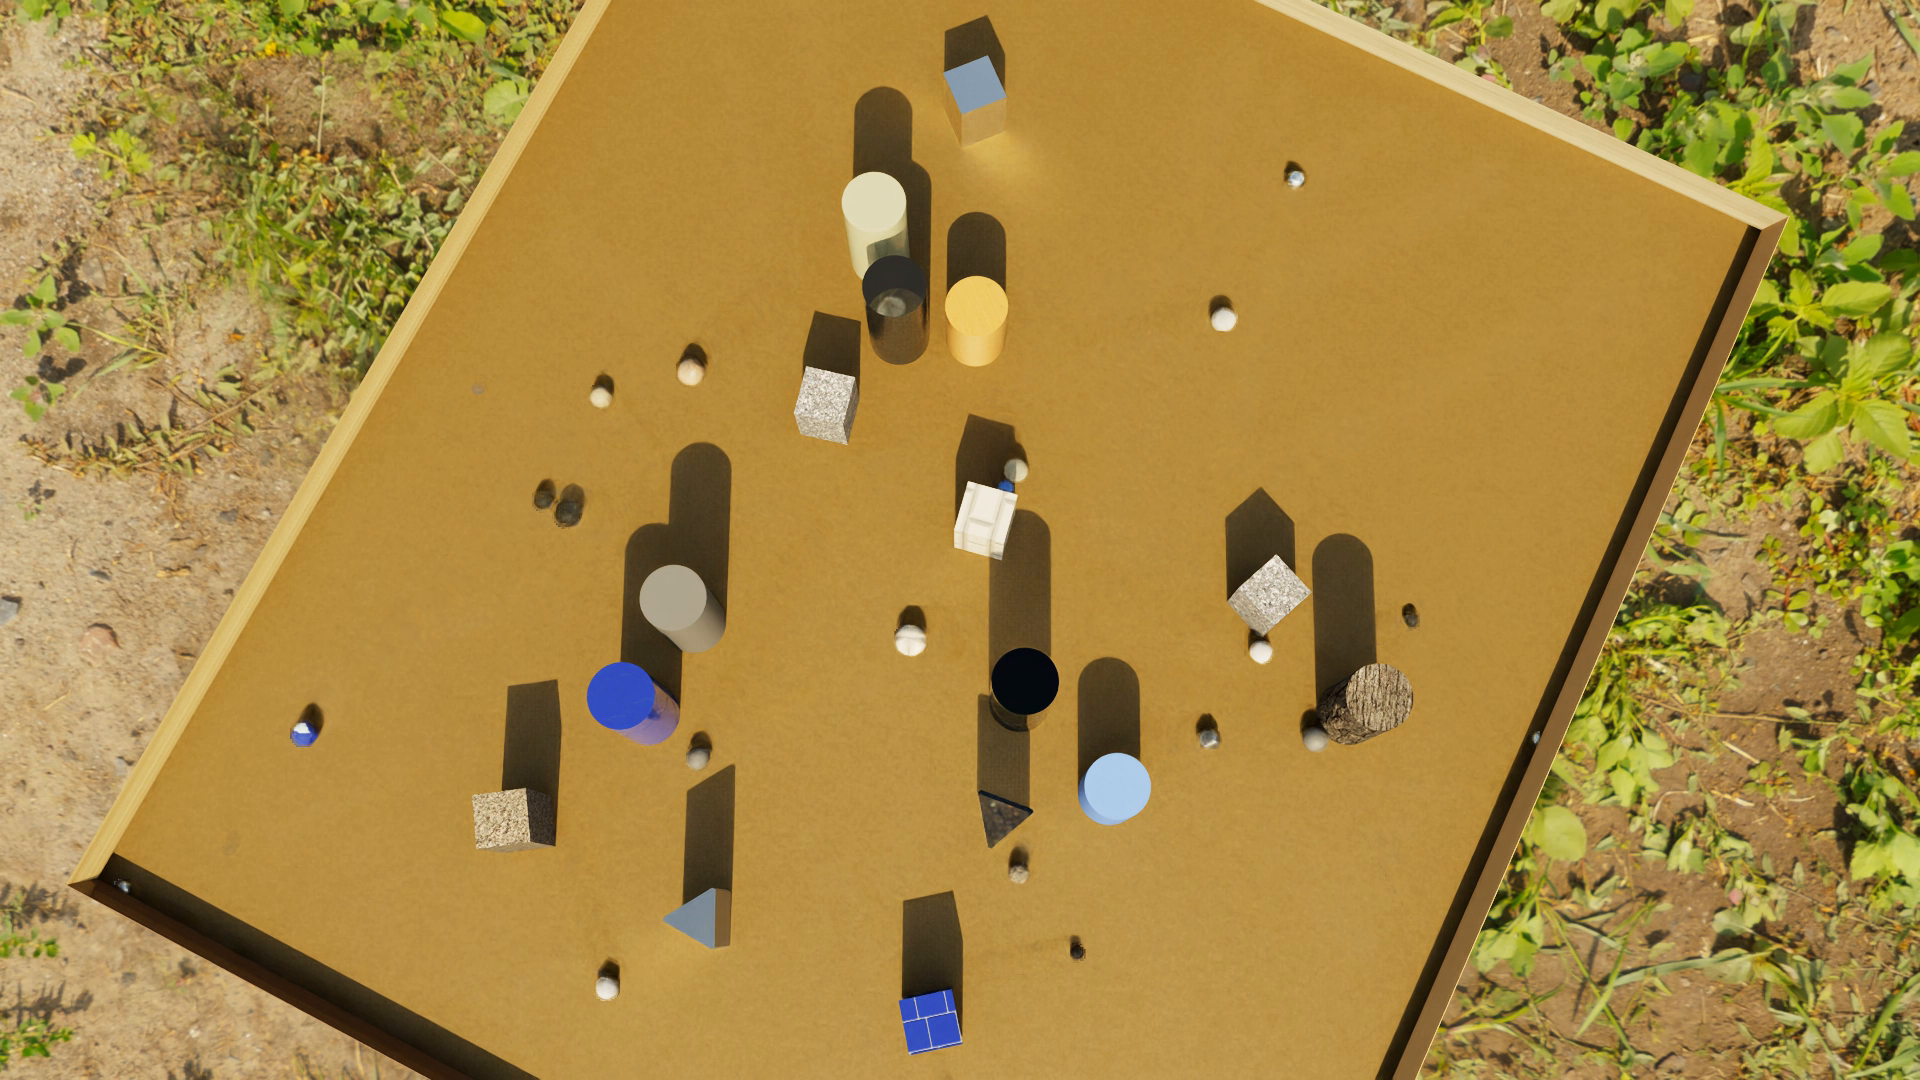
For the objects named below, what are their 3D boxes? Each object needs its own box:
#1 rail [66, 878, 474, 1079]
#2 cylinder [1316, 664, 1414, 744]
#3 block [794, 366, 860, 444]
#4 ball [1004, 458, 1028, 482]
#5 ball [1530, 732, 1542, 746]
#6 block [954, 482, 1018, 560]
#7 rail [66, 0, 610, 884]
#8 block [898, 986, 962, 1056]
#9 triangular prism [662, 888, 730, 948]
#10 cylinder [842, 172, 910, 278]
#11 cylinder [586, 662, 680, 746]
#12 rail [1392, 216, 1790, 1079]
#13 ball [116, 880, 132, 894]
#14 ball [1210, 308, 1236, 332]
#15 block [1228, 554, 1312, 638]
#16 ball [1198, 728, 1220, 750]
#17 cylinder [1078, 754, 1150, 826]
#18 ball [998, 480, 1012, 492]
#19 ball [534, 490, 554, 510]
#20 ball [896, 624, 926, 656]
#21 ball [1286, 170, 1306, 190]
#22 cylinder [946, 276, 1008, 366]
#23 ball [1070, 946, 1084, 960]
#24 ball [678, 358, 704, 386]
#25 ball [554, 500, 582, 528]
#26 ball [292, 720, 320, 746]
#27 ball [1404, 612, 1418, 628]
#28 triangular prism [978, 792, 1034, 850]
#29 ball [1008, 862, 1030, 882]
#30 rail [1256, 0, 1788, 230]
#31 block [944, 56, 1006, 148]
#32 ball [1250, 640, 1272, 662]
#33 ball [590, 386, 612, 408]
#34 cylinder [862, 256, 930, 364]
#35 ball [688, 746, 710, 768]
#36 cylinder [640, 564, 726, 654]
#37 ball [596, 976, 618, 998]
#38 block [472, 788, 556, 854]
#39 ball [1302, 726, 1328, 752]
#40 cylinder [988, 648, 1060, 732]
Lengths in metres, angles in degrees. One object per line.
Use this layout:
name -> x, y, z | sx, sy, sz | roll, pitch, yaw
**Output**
rail -> -0.914, 1.798, 5.181 | 3.702, 0.122, 0.045 | 26, 80, 5
cylinder -> 1.165, 0.479, 5.297 | 0.188, 0.432, 0.188 | 0, 78, 0
block -> -0.404, -0.407, 5.578 | 0.150, 0.240, 0.150 | 13, 79, 3
ball -> 0.172, -0.215, 5.623 | 0.074, 0.074, 0.074 | 0, 78, 0
ball -> 1.725, 0.596, 5.473 | 0.040, 0.040, 0.040 | 0, 78, 0
block -> 0.076, -0.055, 5.494 | 0.150, 0.262, 0.150 | 16, 79, 3
rail -> -1.634, -0.794, 5.717 | 0.045, 0.122, 4.137 | 26, 80, 5
block -> -0.082, 1.362, 5.203 | 0.150, 0.257, 0.150 | -11, 79, -2
triangular prism -> -0.714, 1.058, 5.220 | 0.163, 0.347, 0.141 | 29, 80, 6
cylinder -> -0.252, -0.941, 5.578 | 0.188, 0.456, 0.188 | 0, 78, 0
cylinder -> -0.935, 0.477, 5.281 | 0.188, 0.464, 0.188 | 0, 78, 0
rail -> 1.634, 0.807, 5.386 | 0.045, 0.122, 4.137 | 26, 80, 5
ball -> -2.457, 1.024, 5.382 | 0.045, 0.045, 0.045 | 0, 78, 0
ball -> 0.822, -0.688, 5.719 | 0.078, 0.078, 0.078 | 0, 78, 0
block -> 0.918, 0.171, 5.456 | 0.150, 0.246, 0.150 | -41, 81, -8
ball -> 0.741, 0.594, 5.460 | 0.065, 0.065, 0.065 | 0, 78, 0
cylinder -> 0.445, 0.725, 5.315 | 0.188, 0.296, 0.188 | 0, 78, 0
ball -> 0.140, -0.161, 5.626 | 0.046, 0.046, 0.046 | 0, 78, 0
ball -> -1.276, -0.123, 5.611 | 0.060, 0.060, 0.060 | 0, 78, 0
ball -> -0.147, 0.302, 5.506 | 0.094, 0.094, 0.094 | 0, 78, 0
ball -> 1.067, -1.142, 5.821 | 0.063, 0.063, 0.063 | 0, 78, 0
cylinder -> 0.049, -0.664, 5.597 | 0.188, 0.306, 0.188 | 0, 78, 0
ball -> 0.342, 1.203, 5.346 | 0.042, 0.042, 0.042 | 0, 78, 0
ball -> -0.834, -0.521, 5.681 | 0.084, 0.084, 0.084 | 0, 78, 0
ball -> -1.194, -0.080, 5.591 | 0.083, 0.083, 0.083 | 0, 78, 0
ball -> -1.949, 0.576, 5.459 | 0.075, 0.075, 0.075 | 0, 78, 0
ball -> 1.366, 0.241, 5.544 | 0.044, 0.044, 0.044 | 0, 78, 0
triangular prism -> 0.100, 0.790, 5.305 | 0.163, 0.289, 0.141 | -39, 81, -7
ball -> 0.174, 0.976, 5.383 | 0.061, 0.061, 0.061 | 0, 78, 0
rail -> 0.914, -1.785, 5.922 | 3.702, 0.122, 0.045 | 26, 80, 5
block -> 0.046, -1.378, 5.773 | 0.150, 0.252, 0.150 | -22, 79, -5
ball -> 0.904, 0.335, 5.513 | 0.068, 0.068, 0.068 | 0, 78, 0
ball -> -1.111, -0.442, 5.673 | 0.069, 0.069, 0.069 | 0, 78, 0
cylinder -> -0.189, -0.686, 5.520 | 0.188, 0.467, 0.188 | 0, 78, 0
ball -> -0.777, 0.646, 5.449 | 0.067, 0.067, 0.067 | 0, 78, 0
cylinder -> -0.804, 0.206, 5.348 | 0.188, 0.442, 0.188 | 0, 78, 0
ball -> -1.024, 1.297, 5.314 | 0.066, 0.066, 0.066 | 0, 78, 0
block -> -1.283, 0.811, 5.282 | 0.150, 0.326, 0.150 | -7, 78, -2
ball -> 1.058, 0.591, 5.455 | 0.077, 0.077, 0.077 | 0, 78, 0
cylinder -> 0.180, 0.437, 5.288 | 0.188, 0.466, 0.188 | 0, 78, 0
